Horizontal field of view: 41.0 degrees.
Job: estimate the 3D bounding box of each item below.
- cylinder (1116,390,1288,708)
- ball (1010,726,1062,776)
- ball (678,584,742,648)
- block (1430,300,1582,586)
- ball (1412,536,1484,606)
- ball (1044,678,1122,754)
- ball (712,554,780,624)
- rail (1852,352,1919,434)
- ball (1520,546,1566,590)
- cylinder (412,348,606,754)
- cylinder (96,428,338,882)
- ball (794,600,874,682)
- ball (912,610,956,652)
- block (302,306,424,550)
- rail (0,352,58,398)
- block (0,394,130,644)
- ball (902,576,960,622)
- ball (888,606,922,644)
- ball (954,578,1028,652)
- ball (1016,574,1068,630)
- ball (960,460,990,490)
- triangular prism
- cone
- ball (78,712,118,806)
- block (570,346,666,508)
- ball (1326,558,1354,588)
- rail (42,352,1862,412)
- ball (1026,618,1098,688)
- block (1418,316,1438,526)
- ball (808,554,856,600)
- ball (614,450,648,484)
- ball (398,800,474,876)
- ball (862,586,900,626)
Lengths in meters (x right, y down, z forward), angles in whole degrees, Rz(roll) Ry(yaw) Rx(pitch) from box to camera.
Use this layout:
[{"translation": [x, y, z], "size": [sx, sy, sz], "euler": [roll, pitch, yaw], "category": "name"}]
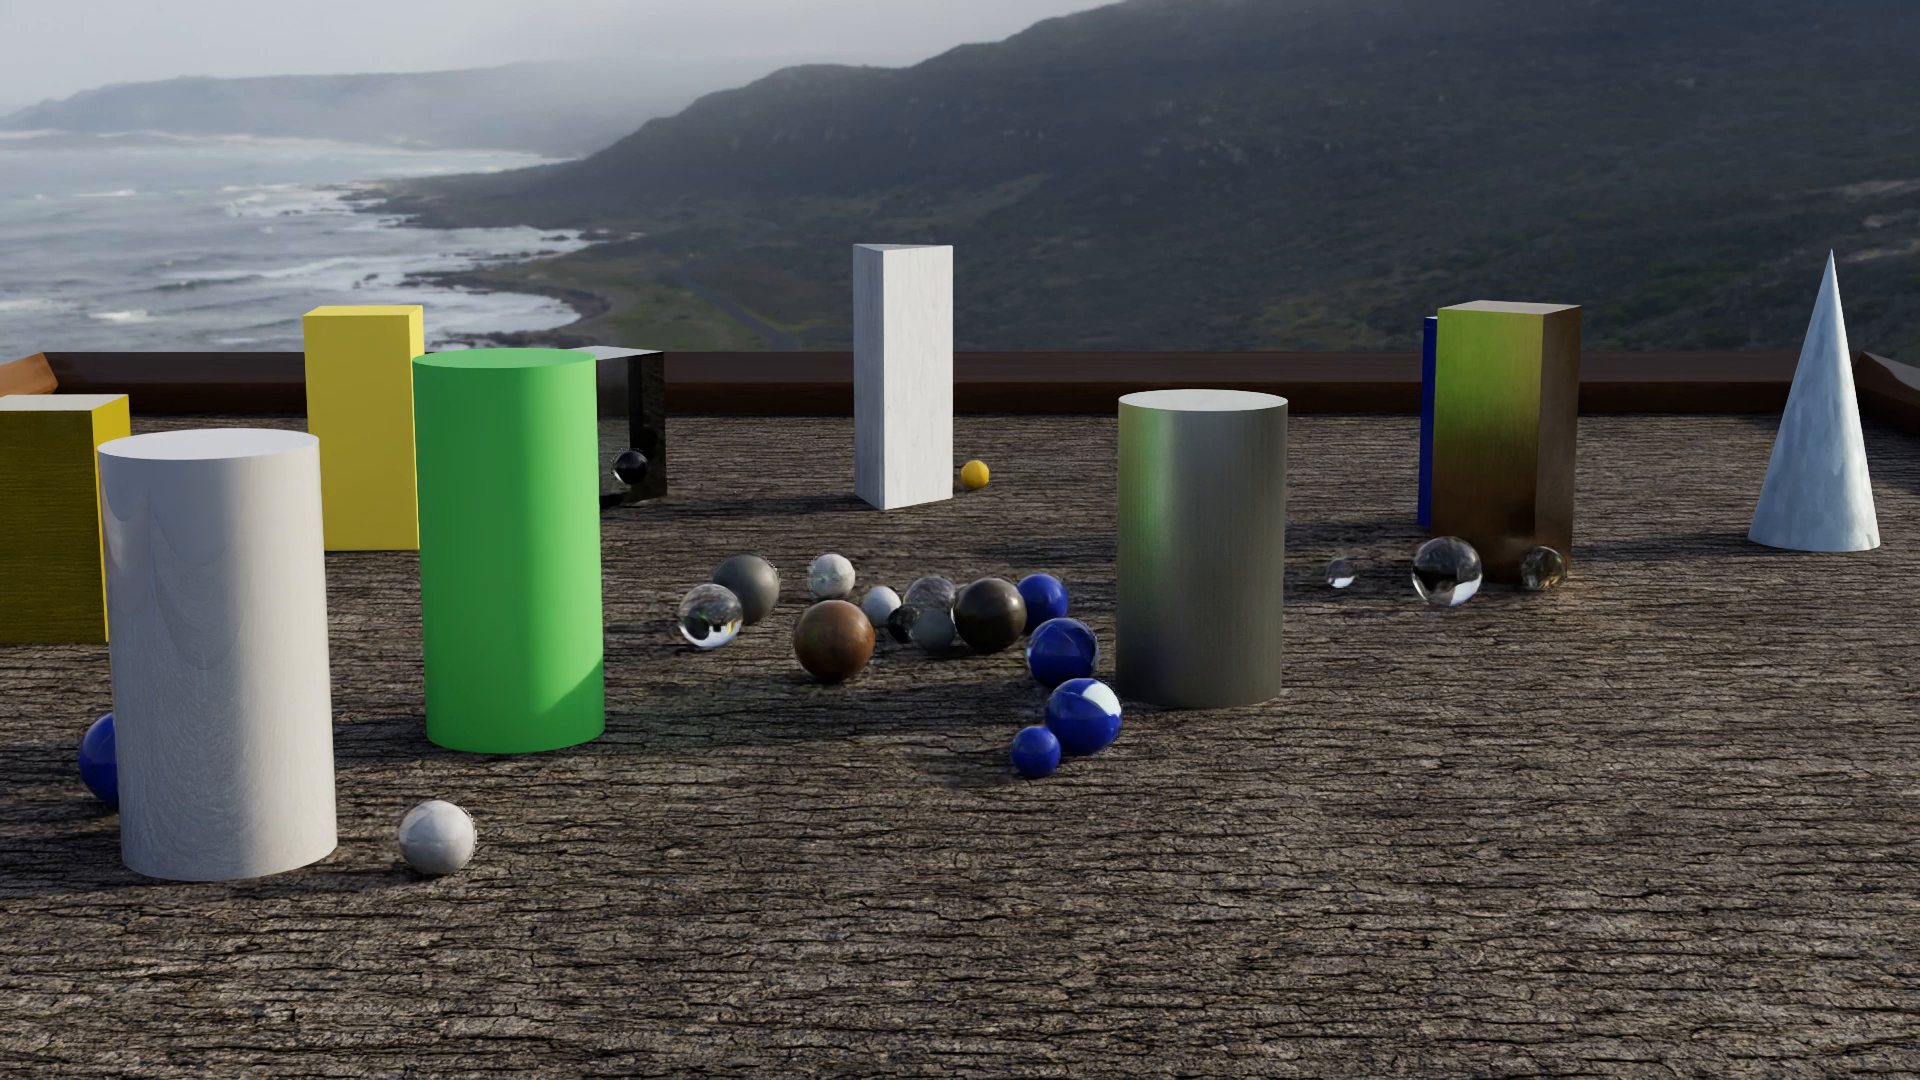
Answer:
[{"translation": [0.281, 0.006, 3.003], "size": [0.195, 0.343, 0.195], "euler": [0, 11, 0], "category": "cylinder"}, {"translation": [0.078, 0.219, 2.655], "size": [0.053, 0.053, 0.053], "euler": [0, 11, 0], "category": "ball"}, {"translation": [-0.315, 0.096, 3.237], "size": [0.082, 0.082, 0.082], "euler": [0, 11, 0], "category": "ball"}, {"translation": [0.785, -0.143, 3.692], "size": [0.156, 0.385, 0.156], "euler": [7, 12, 32], "category": "block"}, {"translation": [0.662, 0.042, 3.488], "size": [0.096, 0.096, 0.096], "euler": [0, 11, 0], "category": "ball"}, {"translation": [0.131, 0.188, 2.740], "size": [0.083, 0.083, 0.083], "euler": [0, 11, 0], "category": "ball"}, {"translation": [-0.283, 0.064, 3.383], "size": [0.091, 0.091, 0.091], "euler": [0, 11, 0], "category": "ball"}, {"translation": [1.901, 0.031, 3.460], "size": [0.045, 0.127, 4.035], "euler": [0, 11, 0], "category": "rail"}, {"translation": [0.815, 0.040, 3.585], "size": [0.061, 0.061, 0.061], "euler": [0, 11, 0], "category": "ball"}, {"translation": [-0.491, 0.007, 2.804], "size": [0.195, 0.414, 0.195], "euler": [0, 11, 0], "category": "cylinder"}, {"translation": [-0.685, 0.101, 2.378], "size": [0.195, 0.385, 0.195], "euler": [0, 11, 0], "category": "cylinder"}, {"translation": [-0.151, 0.120, 3.066], "size": [0.098, 0.098, 0.098], "euler": [0, 11, 0], "category": "ball"}, {"translation": [-0.033, 0.114, 3.217], "size": [0.053, 0.053, 0.053], "euler": [0, 11, 0], "category": "ball"}, {"translation": [-0.908, -0.174, 3.939], "size": [0.156, 0.357, 0.156], "euler": [-1, 11, -4], "category": "block"}, {"translation": [-1.901, 0.035, 3.438], "size": [0.045, 0.127, 4.035], "euler": [0, 11, 0], "category": "rail"}, {"translation": [-1.170, -0.030, 3.321], "size": [0.156, 0.299, 0.156], "euler": [0, 11, -1], "category": "block"}, {"translation": [-0.036, 0.084, 3.315], "size": [0.077, 0.077, 0.077], "euler": [0, 11, 0], "category": "ball"}, {"translation": [-0.068, 0.107, 3.267], "size": [0.049, 0.049, 0.049], "euler": [0, 11, 0], "category": "ball"}, {"translation": [0.038, 0.094, 3.221], "size": [0.093, 0.093, 0.093], "euler": [0, 11, 0], "category": "ball"}, {"translation": [0.104, 0.081, 3.338], "size": [0.075, 0.075, 0.075], "euler": [0, 11, 0], "category": "ball"}, {"translation": [0.027, -0.113, 4.446], "size": [0.051, 0.051, 0.051], "euler": [0, 11, 0], "category": "ball"}, {"translation": [-0.125, -0.280, 4.319], "size": [0.147, 0.427, 0.169], "euler": [10, 14, 43], "category": "triangular prism"}, {"translation": [1.324, -0.222, 3.938], "size": [0.195, 0.451, 0.195], "euler": [0, 11, 0], "category": "cone"}, {"translation": [-0.824, 0.216, 2.547], "size": [0.097, 0.097, 0.097], "euler": [0, 11, 0], "category": "ball"}, {"translation": [-0.611, -0.194, 4.346], "size": [0.156, 0.248, 0.156], "euler": [8, 13, 35], "category": "block"}, {"translation": [0.535, 0.047, 3.613], "size": [0.041, 0.041, 0.041], "euler": [0, 11, 0], "category": "ball"}, {"translation": [-0.011, -0.331, 5.409], "size": [3.849, 0.127, 0.045], "euler": [0, 11, 0], "category": "rail"}, {"translation": [0.119, 0.134, 3.022], "size": [0.085, 0.085, 0.085], "euler": [0, 11, 0], "category": "ball"}, {"translation": [0.842, -0.185, 4.066], "size": [0.156, 0.332, 0.156], "euler": [-8, 13, -35], "category": "block"}, {"translation": [-0.176, 0.051, 3.527], "size": [0.064, 0.064, 0.064], "euler": [0, 11, 0], "category": "ball"}, {"translation": [-0.547, -0.121, 4.263], "size": [0.058, 0.058, 0.058], "euler": [0, 11, 0], "category": "ball"}, {"translation": [-0.476, 0.271, 2.333], "size": [0.068, 0.068, 0.068], "euler": [0, 11, 0], "category": "ball"}, {"translation": [-0.103, 0.087, 3.368], "size": [0.052, 0.052, 0.052], "euler": [0, 11, 0], "category": "ball"}]
